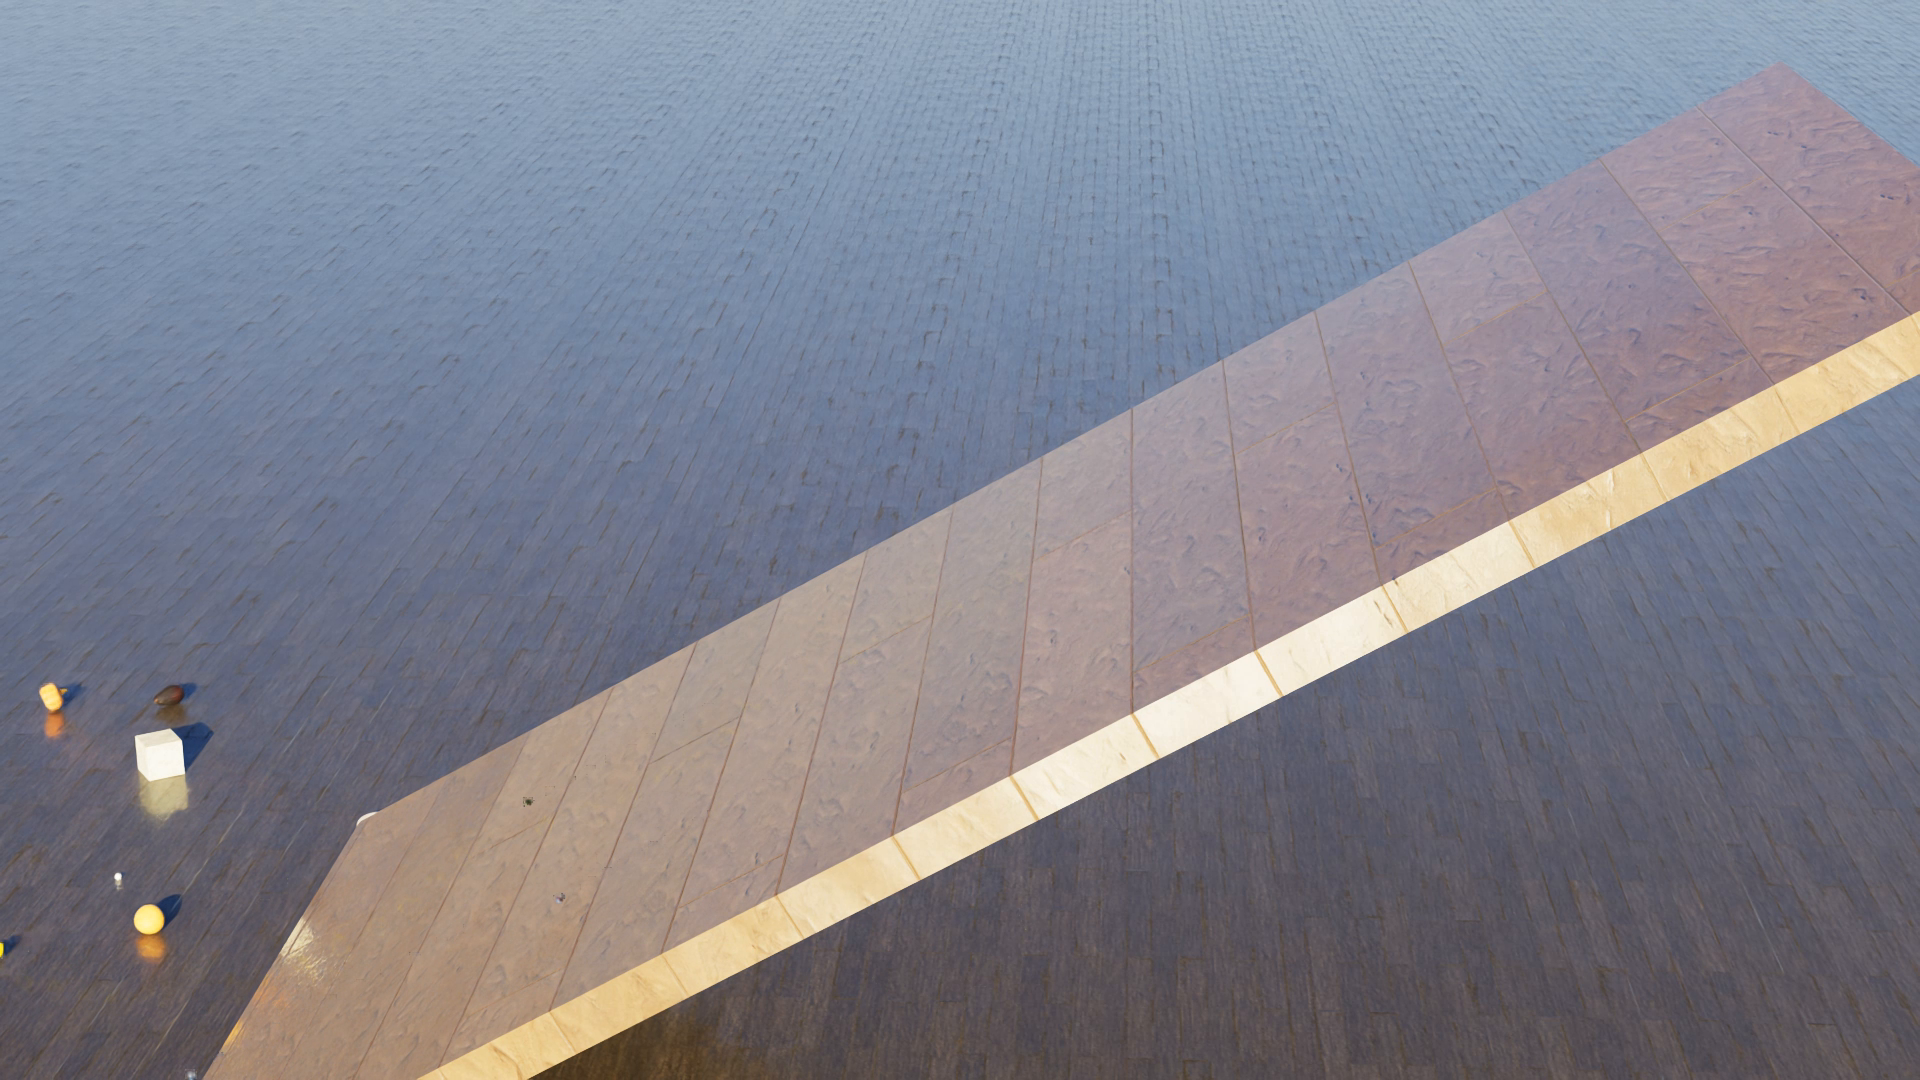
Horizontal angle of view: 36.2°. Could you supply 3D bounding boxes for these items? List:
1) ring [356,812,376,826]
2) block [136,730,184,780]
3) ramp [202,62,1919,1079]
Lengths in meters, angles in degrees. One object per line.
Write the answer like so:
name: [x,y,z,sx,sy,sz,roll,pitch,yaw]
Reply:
ring: [-1.538,0.752,7.777,0.112,0.037,0.112,1,18,0]
block: [-2.217,0.595,8.148,0.099,0.099,0.099,-11,21,-30]
ramp: [0.142,0.168,6.284,4.000,0.100,2.000,-28,15,12]
